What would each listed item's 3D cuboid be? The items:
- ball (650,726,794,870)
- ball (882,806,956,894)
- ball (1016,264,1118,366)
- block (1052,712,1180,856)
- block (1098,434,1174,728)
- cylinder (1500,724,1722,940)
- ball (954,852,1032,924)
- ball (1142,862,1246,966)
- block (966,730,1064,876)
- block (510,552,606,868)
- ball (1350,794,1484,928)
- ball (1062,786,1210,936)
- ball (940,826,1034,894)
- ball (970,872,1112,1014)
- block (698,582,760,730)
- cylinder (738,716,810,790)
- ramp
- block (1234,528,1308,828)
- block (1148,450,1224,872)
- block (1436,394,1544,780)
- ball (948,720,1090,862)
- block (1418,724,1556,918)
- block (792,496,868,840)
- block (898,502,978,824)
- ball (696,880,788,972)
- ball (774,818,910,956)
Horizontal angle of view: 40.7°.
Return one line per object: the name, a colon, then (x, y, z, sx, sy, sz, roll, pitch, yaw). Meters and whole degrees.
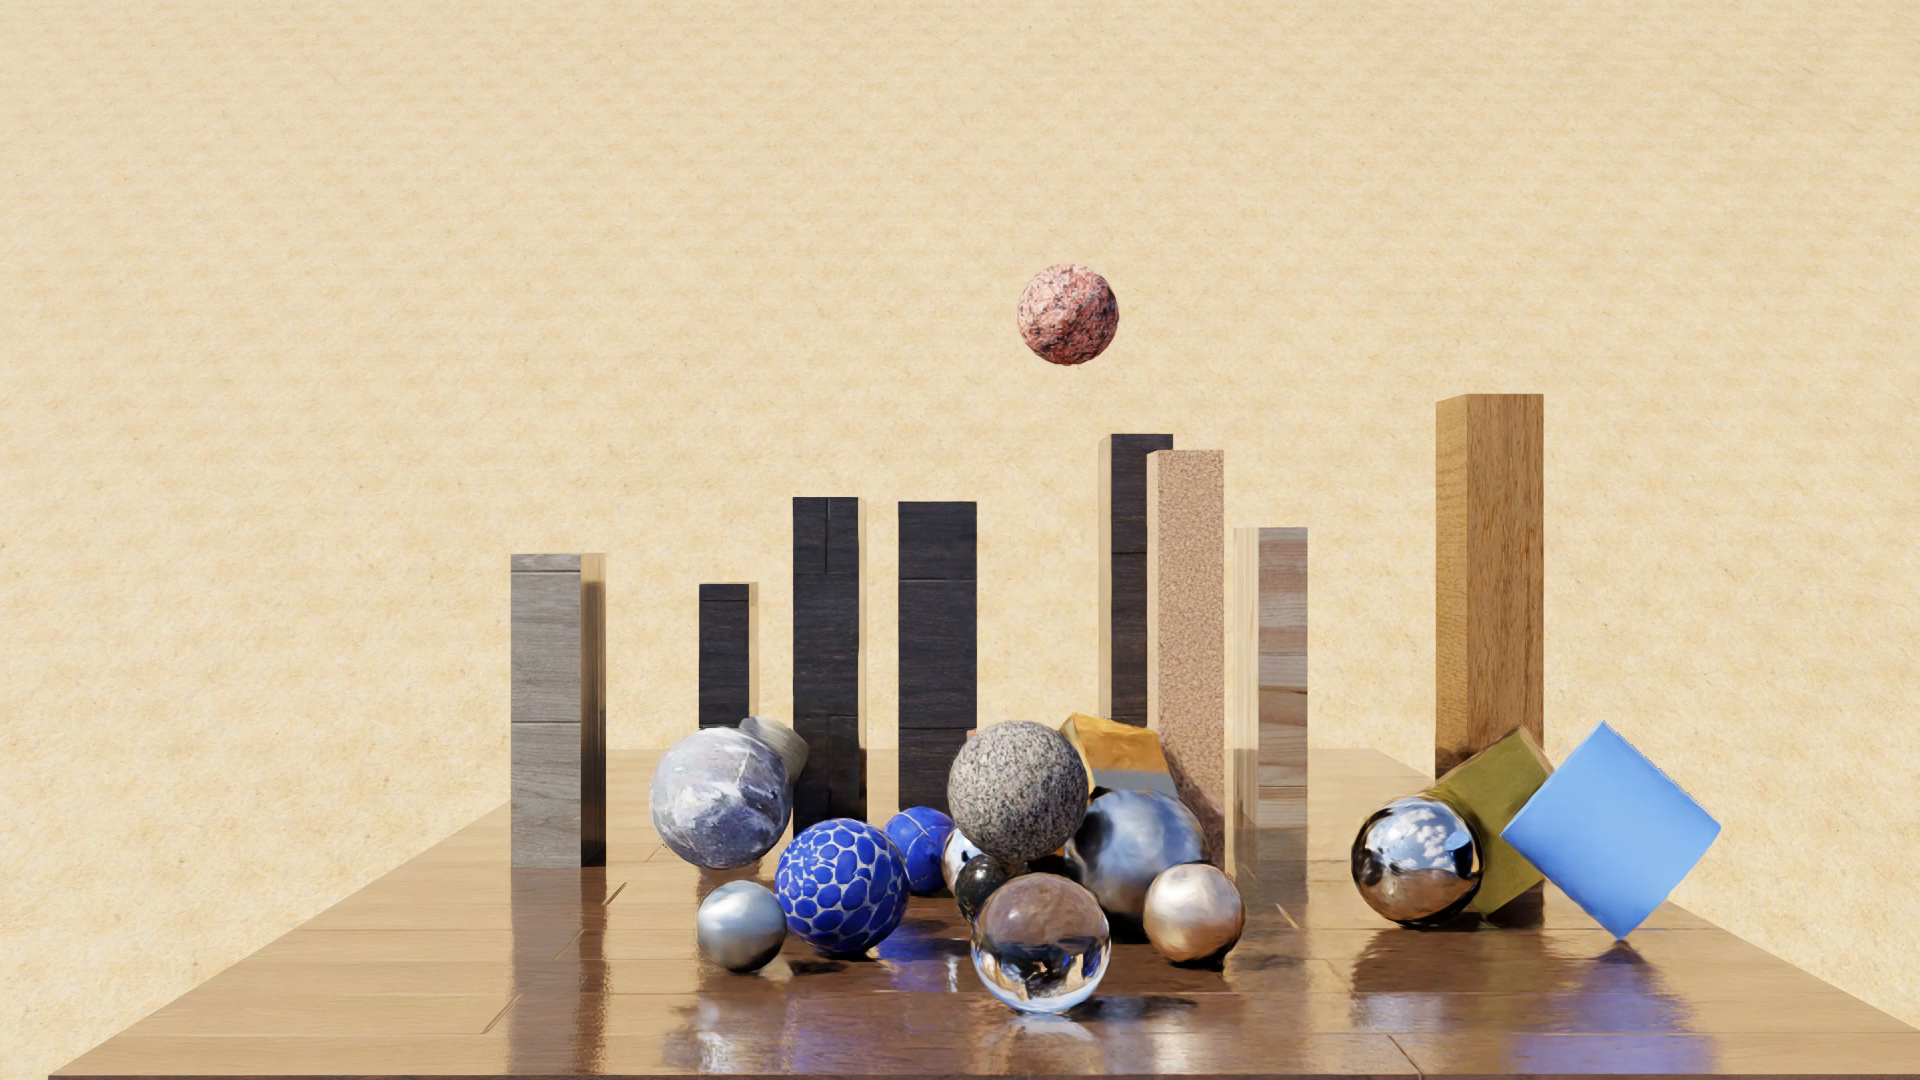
ball: (-0.326, 0.354, 3.542, 0.195, 0.195, 0.195, 0, 30, 0)
ball: (-0.060, 0.476, 3.967, 0.134, 0.134, 0.134, 0, 30, 0)
ball: (0.127, -0.267, 3.059, 0.121, 0.121, 0.121, 0, 30, 0)
block: (0.206, 0.365, 3.760, 0.146, 0.146, 0.146, 14, 36, -27)
block: (0.283, 0.188, 4.200, 0.097, 0.708, 0.374, 0, 0, 0)
cylinder: (0.885, 0.396, 3.522, 0.208, 0.208, 0.208, 42, 43, 11)
ball: (0.050, 0.487, 3.581, 0.115, 0.115, 0.115, 0, 30, 0)
ball: (0.299, 0.479, 3.309, 0.131, 0.131, 0.131, 0, 30, 0)
block: (0.105, 0.417, 4.006, 0.185, 0.185, 0.185, 0, 62, 2)
block: (-0.686, 0.282, 4.438, 0.116, 0.519, 0.309, 0, 0, 0)
ball: (0.644, 0.451, 3.643, 0.186, 0.186, 0.186, 0, 30, 0)
ball: (0.244, 0.443, 3.566, 0.204, 0.204, 0.204, 0, 30, 0)
ball: (0.039, 0.474, 3.816, 0.139, 0.139, 0.139, 0, 30, 0)
ball: (0.093, 0.465, 2.980, 0.162, 0.162, 0.162, 0, 30, 0)
block: (-0.480, 0.314, 5.399, 0.104, 0.450, 0.277, 0, 0, 0)
cylinder: (-0.349, 0.402, 4.501, 0.135, 0.135, 0.135, 12, 56, 21)
ramp: (0.066, 0.591, 4.644, 2.000, 0.100, 4.000, 0, 0, 0)
block: (0.607, 0.257, 5.085, 0.093, 0.565, 0.444, 0, 0, 0)
block: (0.339, 0.205, 3.984, 0.097, 0.675, 0.365, 0, 0, 0)
block: (0.898, 0.150, 4.398, 0.127, 0.783, 0.278, 0, 0, 0)
ball: (0.079, 0.338, 3.496, 0.191, 0.191, 0.191, 0, 30, 0)
block: (0.799, 0.409, 3.803, 0.192, 0.192, 0.192, -36, -8, 12)
block: (-0.239, 0.232, 4.808, 0.117, 0.618, 0.433, 0, 0, 0)
block: (-0.037, 0.238, 4.455, 0.132, 0.607, 0.275, 0, 0, 0)
ball: (-0.275, 0.487, 3.263, 0.115, 0.115, 0.115, 0, 30, 0)
ball: (-0.155, 0.455, 3.400, 0.179, 0.179, 0.179, 0, 30, 0)
